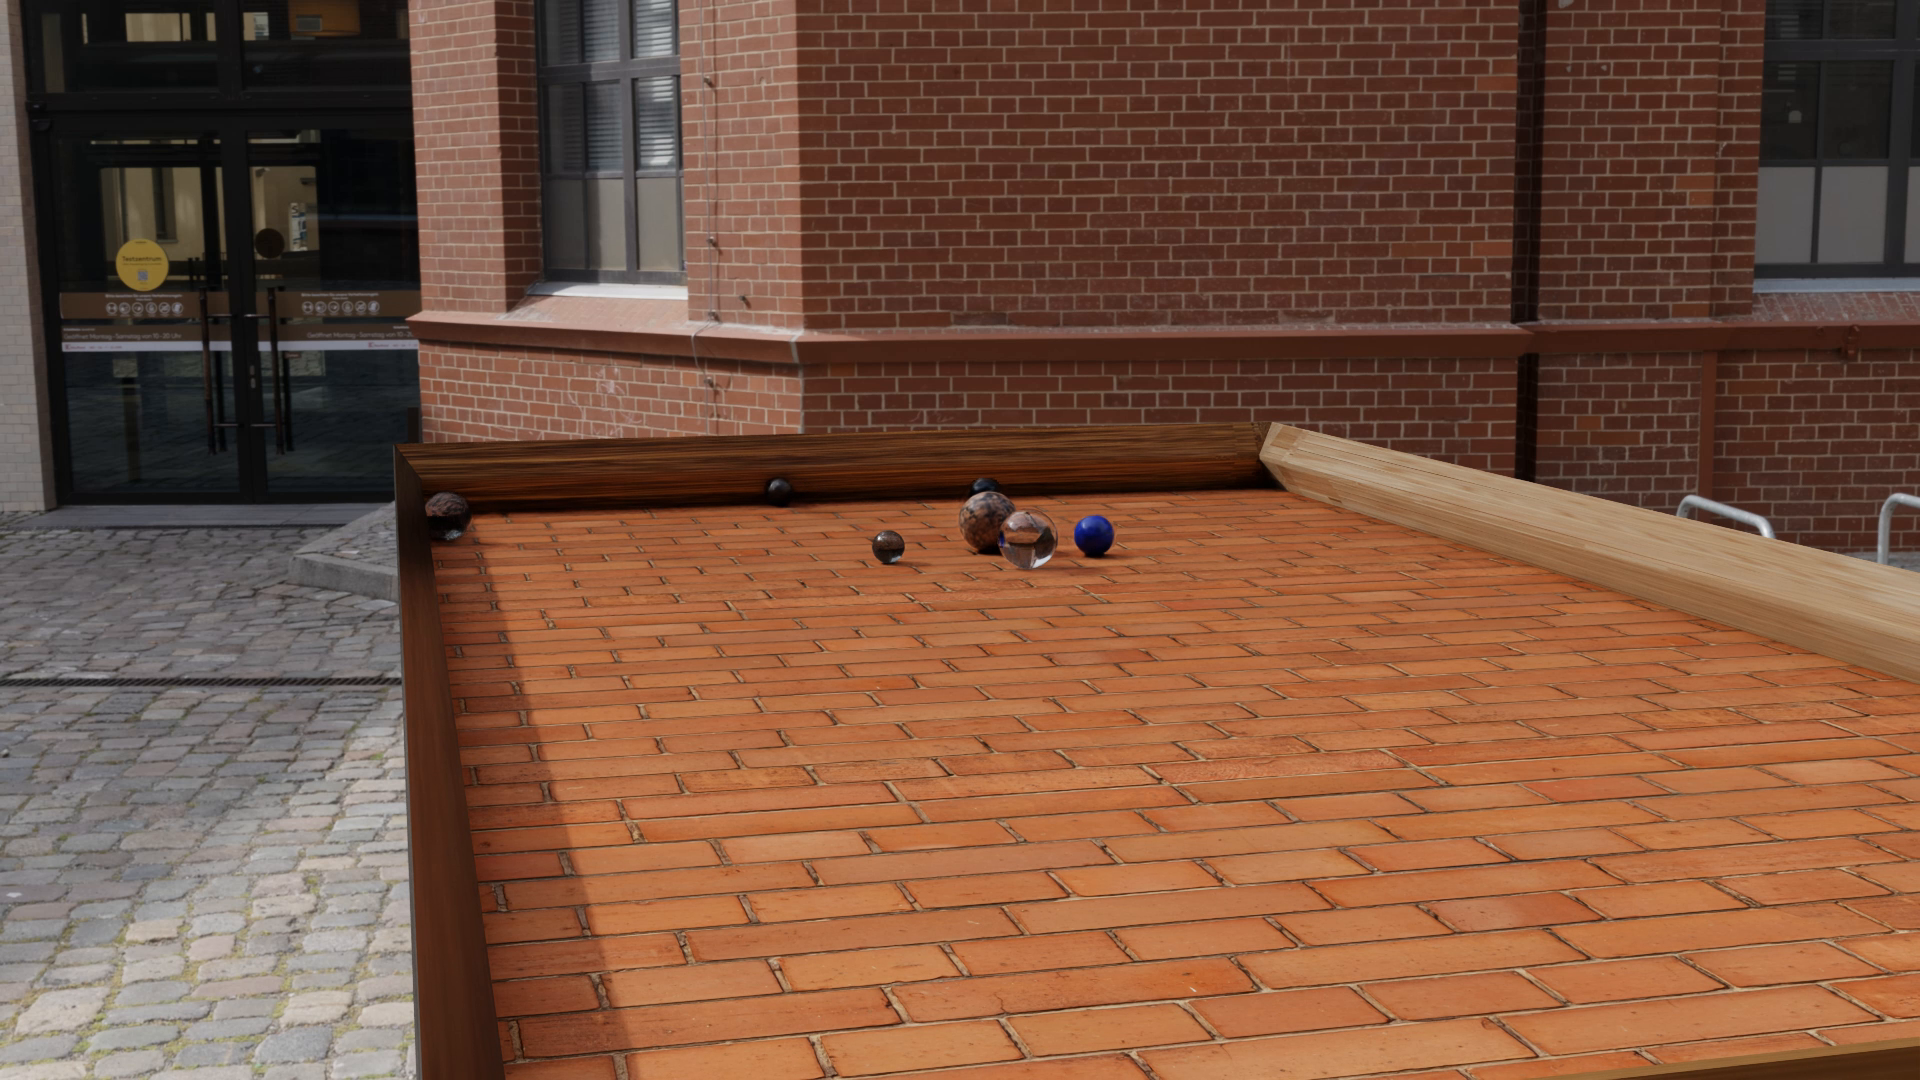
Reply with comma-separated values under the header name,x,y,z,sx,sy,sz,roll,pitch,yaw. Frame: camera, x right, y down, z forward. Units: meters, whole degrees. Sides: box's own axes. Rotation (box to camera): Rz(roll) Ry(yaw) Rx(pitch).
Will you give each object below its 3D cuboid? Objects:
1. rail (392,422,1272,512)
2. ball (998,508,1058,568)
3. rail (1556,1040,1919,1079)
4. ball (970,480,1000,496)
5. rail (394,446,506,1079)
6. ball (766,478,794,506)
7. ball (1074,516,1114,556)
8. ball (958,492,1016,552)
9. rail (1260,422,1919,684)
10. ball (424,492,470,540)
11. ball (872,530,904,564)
name,x,y,z,sx,sy,sz,roll,pitch,yaw
rail,-0.188,-0.134,4.049,1.655,0.124,0.045,-2,9,-14
ball,0.101,-0.002,3.280,0.090,0.090,0.090,0,8,0
rail,0.575,0.298,1.133,1.655,0.124,0.045,-2,9,-14
ball,0.045,-0.079,3.919,0.056,0.056,0.056,0,8,0
rail,-0.584,0.111,2.392,0.045,0.124,3.092,-2,9,-14
ball,-0.327,-0.087,3.989,0.051,0.051,0.051,0,8,0
ball,0.208,-0.007,3.405,0.063,0.063,0.063,0,8,0
ball,0.045,-0.029,3.445,0.095,0.095,0.095,0,8,0
rail,0.972,0.052,2.790,0.045,0.124,3.092,-2,9,-14
ball,-0.834,-0.039,3.570,0.078,0.078,0.078,0,8,0
ball,-0.109,0.010,3.333,0.050,0.050,0.050,0,8,0
